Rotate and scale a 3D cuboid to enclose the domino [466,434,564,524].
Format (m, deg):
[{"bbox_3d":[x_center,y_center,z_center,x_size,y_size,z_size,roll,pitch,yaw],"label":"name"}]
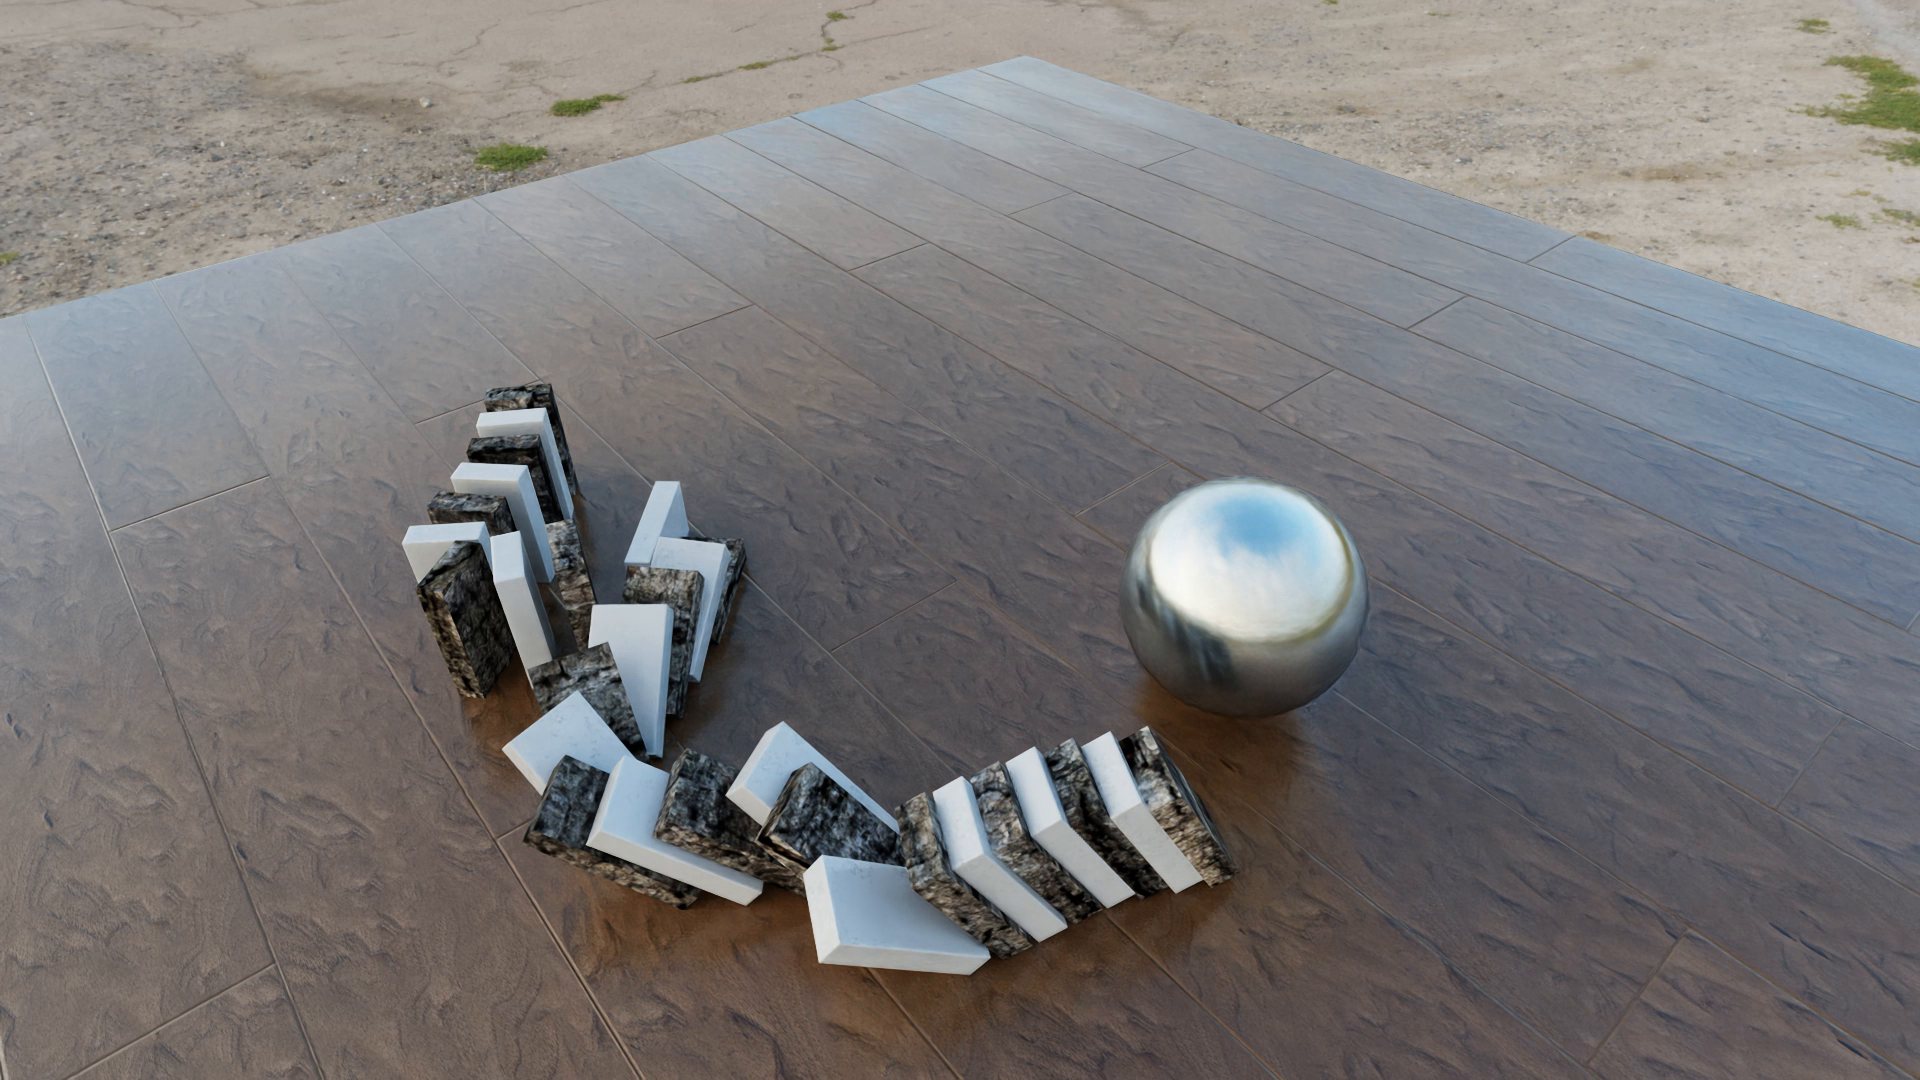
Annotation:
[{"bbox_3d":[-0.173,-0.017,0.433,0.025,0.050,0.010,-4,40,-5],"label":"domino"}]

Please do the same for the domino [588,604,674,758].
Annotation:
[{"bbox_3d":[-0.111,0.047,0.366,0.025,0.010,0.050,0,72,1],"label":"domino"}]

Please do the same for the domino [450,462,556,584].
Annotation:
[{"bbox_3d":[-0.172,-0.006,0.419,0.025,0.050,0.010,3,39,3],"label":"domino"}]

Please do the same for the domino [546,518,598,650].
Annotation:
[{"bbox_3d":[-0.134,0.020,0.387,0.009,0.050,0.025,-15,42,-17],"label":"domino"}]

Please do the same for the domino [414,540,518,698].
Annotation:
[{"bbox_3d":[-0.168,0.028,0.378,0.009,0.050,0.025,6,40,8],"label":"domino"}]

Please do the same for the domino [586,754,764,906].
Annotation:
[{"bbox_3d":[-0.079,0.084,0.318,0.050,0.009,0.025,29,37,-21],"label":"domino"}]

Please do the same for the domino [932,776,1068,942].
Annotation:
[{"bbox_3d":[0.011,0.089,0.304,0.009,0.050,0.025,-31,40,10],"label":"domino"}]

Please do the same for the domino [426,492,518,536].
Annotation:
[{"bbox_3d":[-0.175,0.006,0.404,0.025,0.050,0.010,5,40,6],"label":"domino"}]

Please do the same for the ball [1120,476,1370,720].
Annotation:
[{"bbox_3d":[0.093,0.019,0.365,0.080,0.080,0.080,0,39,0],"label":"ball"}]

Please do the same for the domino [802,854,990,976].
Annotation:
[{"bbox_3d":[-0.017,0.101,0.296,0.050,0.010,0.025,21,33,-35],"label":"domino"}]

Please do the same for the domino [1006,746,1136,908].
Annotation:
[{"bbox_3d":[0.032,0.082,0.313,0.010,0.050,0.025,-32,40,9],"label":"domino"}]

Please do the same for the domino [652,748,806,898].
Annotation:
[{"bbox_3d":[-0.062,0.083,0.320,0.050,0.009,0.025,30,35,-21],"label":"domino"}]

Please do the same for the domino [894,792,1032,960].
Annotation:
[{"bbox_3d":[0.001,0.092,0.300,0.010,0.050,0.025,-31,40,10],"label":"domino"}]

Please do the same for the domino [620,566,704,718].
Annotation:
[{"bbox_3d":[-0.105,0.035,0.380,0.025,0.010,0.050,4,72,4],"label":"domino"}]

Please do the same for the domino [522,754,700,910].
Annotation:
[{"bbox_3d":[-0.097,0.084,0.317,0.050,0.010,0.025,31,39,-20],"label":"domino"}]

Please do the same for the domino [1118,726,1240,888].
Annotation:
[{"bbox_3d":[0.064,0.078,0.318,0.010,0.050,0.025,-31,40,9],"label":"domino"}]

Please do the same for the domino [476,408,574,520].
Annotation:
[{"bbox_3d":[-0.176,-0.029,0.447,0.025,0.050,0.009,-6,40,-7],"label":"domino"}]

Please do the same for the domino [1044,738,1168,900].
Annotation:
[{"bbox_3d":[0.042,0.080,0.315,0.009,0.050,0.025,-31,40,9],"label":"domino"}]

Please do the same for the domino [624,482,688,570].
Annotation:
[{"bbox_3d":[-0.118,0.002,0.429,0.009,0.025,0.050,1,39,1],"label":"domino"}]

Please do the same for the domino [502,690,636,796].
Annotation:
[{"bbox_3d":[-0.110,0.073,0.330,0.050,0.010,0.025,51,51,-5],"label":"domino"}]

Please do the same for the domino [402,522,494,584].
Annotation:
[{"bbox_3d":[-0.176,0.017,0.391,0.025,0.050,0.009,-4,39,-5],"label":"domino"}]

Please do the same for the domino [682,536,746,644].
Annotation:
[{"bbox_3d":[-0.100,0.019,0.421,0.025,0.010,0.050,2,39,2],"label":"domino"}]

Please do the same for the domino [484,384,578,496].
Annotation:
[{"bbox_3d":[-0.179,-0.040,0.461,0.025,0.050,0.009,-6,40,-8],"label":"domino"}]

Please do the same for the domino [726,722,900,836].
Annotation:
[{"bbox_3d":[-0.042,0.079,0.321,0.050,0.009,0.025,44,40,-14],"label":"domino"}]

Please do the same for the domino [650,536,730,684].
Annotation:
[{"bbox_3d":[-0.101,0.025,0.396,0.025,0.010,0.050,7,66,5],"label":"domino"}]

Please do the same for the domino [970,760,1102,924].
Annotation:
[{"bbox_3d":[0.022,0.085,0.309,0.009,0.050,0.025,-31,40,9],"label":"domino"}]

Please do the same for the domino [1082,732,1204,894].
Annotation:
[{"bbox_3d":[0.053,0.079,0.316,0.010,0.050,0.025,-31,40,9],"label":"domino"}]

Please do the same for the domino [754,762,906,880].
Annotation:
[{"bbox_3d":[-0.031,0.089,0.310,0.050,0.010,0.025,44,41,-15],"label":"domino"}]

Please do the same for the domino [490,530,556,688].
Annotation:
[{"bbox_3d":[-0.151,0.025,0.381,0.010,0.050,0.025,-13,41,-16],"label":"domino"}]

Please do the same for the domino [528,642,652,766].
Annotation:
[{"bbox_3d":[-0.115,0.060,0.345,0.025,0.009,0.050,-19,86,-22],"label":"domino"}]
